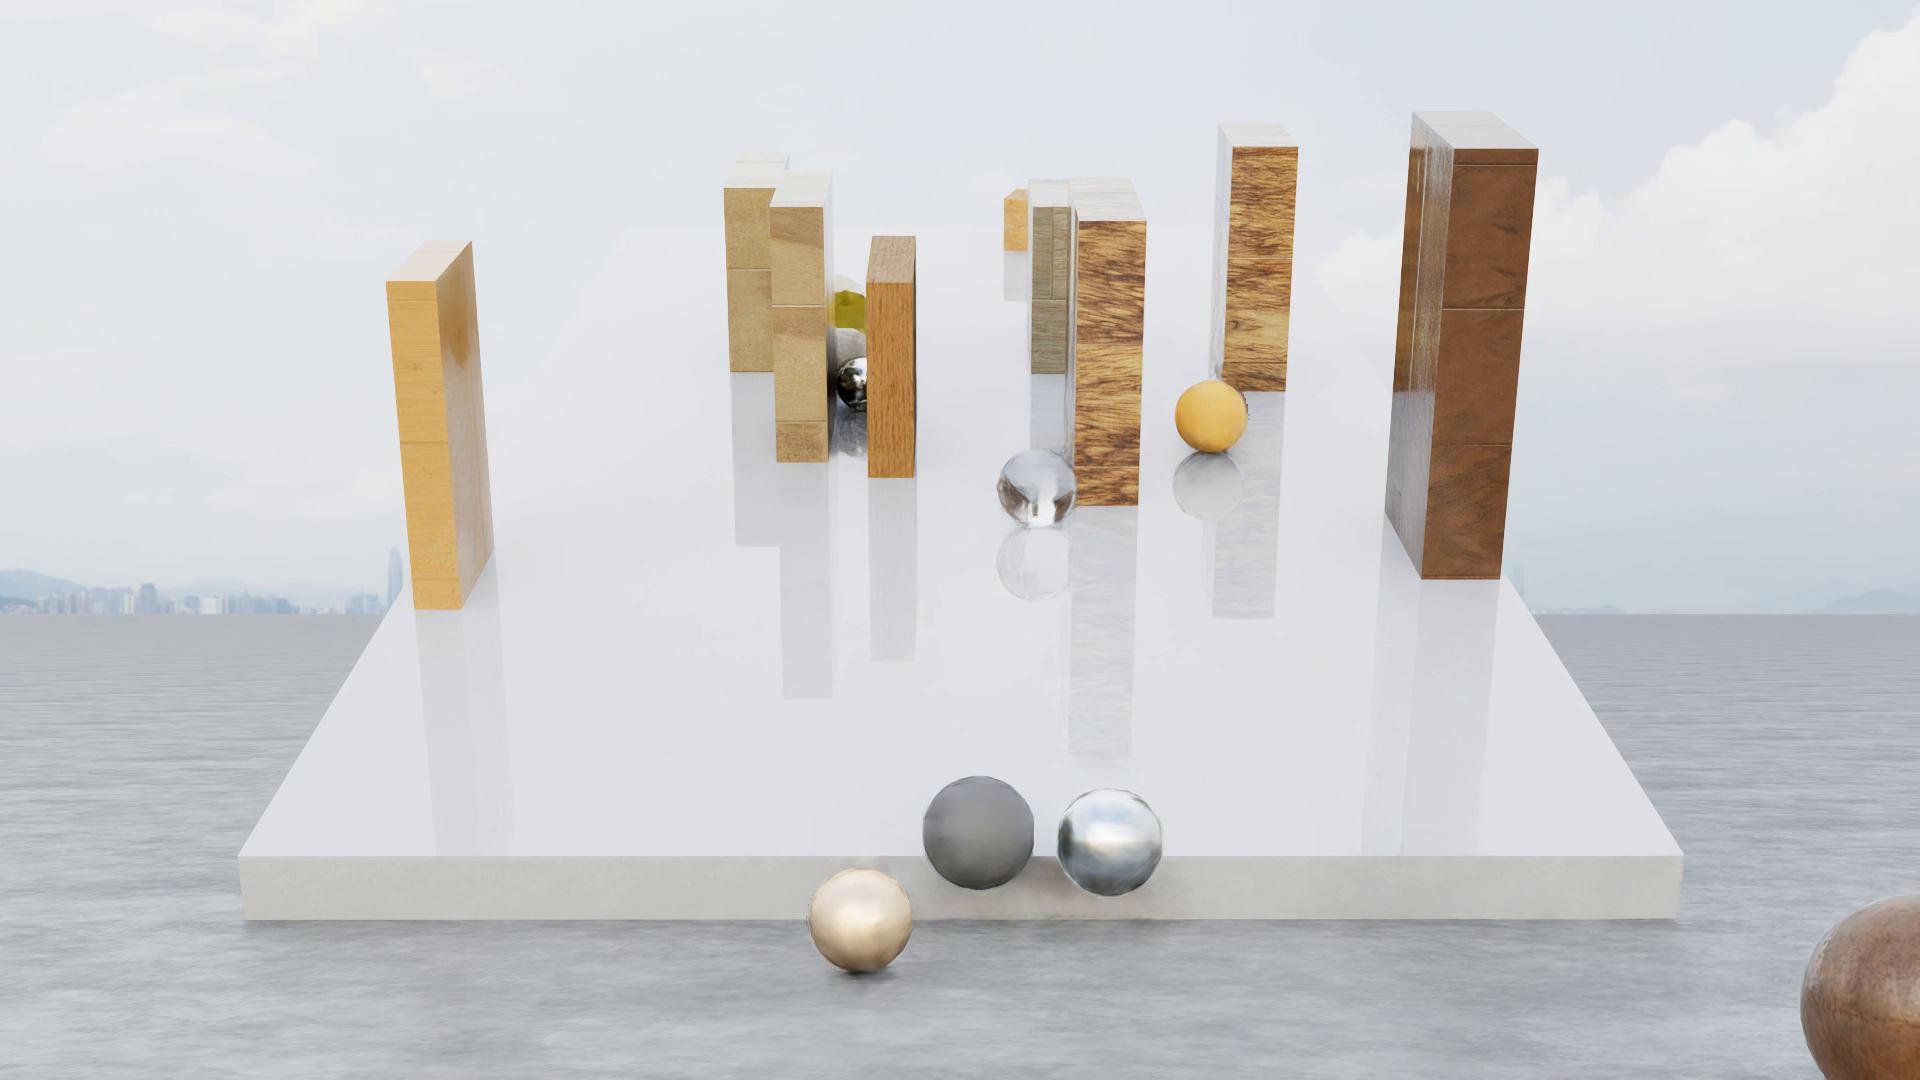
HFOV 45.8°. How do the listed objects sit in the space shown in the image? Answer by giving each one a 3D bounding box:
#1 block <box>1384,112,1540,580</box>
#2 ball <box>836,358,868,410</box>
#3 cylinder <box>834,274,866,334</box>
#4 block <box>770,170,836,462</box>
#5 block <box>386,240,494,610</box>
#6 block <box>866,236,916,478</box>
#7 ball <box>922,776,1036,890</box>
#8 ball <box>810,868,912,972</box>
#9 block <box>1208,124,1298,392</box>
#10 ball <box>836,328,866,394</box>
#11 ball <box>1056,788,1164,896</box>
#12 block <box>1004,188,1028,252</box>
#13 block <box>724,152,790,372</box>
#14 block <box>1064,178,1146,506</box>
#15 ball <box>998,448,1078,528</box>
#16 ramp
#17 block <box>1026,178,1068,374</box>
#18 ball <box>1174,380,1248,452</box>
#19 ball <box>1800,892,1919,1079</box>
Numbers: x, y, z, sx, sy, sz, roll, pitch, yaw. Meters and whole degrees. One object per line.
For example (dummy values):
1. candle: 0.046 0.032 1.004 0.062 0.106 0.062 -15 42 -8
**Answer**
1. block: 0.910 -0.361 4.168 0.144 0.786 0.374 0 20 0
2. ball: -0.218 -0.349 5.093 0.119 0.119 0.119 0 -2 0
3. cylinder: -0.296 -0.549 5.563 0.169 0.169 0.169 0 20 -12
4. block: -0.331 -0.483 4.845 0.108 0.542 0.387 0 20 0
5. block: -0.916 -0.208 4.027 0.083 0.590 0.308 0 20 0
6. block: -0.142 -0.394 4.793 0.094 0.410 0.426 0 20 0
7. ball: 0.025 0.392 3.042 0.152 0.152 0.152 0 -2 0
8. ball: -0.118 0.455 2.717 0.124 0.124 0.124 0 -2 0
9. block: 0.680 -0.662 5.295 0.147 0.568 0.300 0 20 0
10. ball: -0.265 -0.410 5.206 0.154 0.154 0.154 0 -2 0
11. ball: 0.199 0.402 3.030 0.144 0.144 0.144 0 -2 0
12. block: 0.219 -0.932 6.628 0.151 0.151 0.151 5 21 14
13. block: -0.486 -0.682 5.526 0.124 0.443 0.437 0 20 0
14. block: 0.289 -0.410 4.604 0.129 0.573 0.423 0 20 0
15. ball: 0.148 -0.100 4.368 0.154 0.154 0.154 0 -2 0
16. ramp: -0.005 -0.209 5.031 2.000 0.100 4.000 0 20 0
17. block: 0.225 -0.639 5.472 0.114 0.401 0.329 0 20 0
18. ball: 0.531 -0.262 4.809 0.154 0.154 0.154 0 -2 0
19. ball: 0.803 0.393 1.884 0.199 0.199 0.199 0 -2 0
